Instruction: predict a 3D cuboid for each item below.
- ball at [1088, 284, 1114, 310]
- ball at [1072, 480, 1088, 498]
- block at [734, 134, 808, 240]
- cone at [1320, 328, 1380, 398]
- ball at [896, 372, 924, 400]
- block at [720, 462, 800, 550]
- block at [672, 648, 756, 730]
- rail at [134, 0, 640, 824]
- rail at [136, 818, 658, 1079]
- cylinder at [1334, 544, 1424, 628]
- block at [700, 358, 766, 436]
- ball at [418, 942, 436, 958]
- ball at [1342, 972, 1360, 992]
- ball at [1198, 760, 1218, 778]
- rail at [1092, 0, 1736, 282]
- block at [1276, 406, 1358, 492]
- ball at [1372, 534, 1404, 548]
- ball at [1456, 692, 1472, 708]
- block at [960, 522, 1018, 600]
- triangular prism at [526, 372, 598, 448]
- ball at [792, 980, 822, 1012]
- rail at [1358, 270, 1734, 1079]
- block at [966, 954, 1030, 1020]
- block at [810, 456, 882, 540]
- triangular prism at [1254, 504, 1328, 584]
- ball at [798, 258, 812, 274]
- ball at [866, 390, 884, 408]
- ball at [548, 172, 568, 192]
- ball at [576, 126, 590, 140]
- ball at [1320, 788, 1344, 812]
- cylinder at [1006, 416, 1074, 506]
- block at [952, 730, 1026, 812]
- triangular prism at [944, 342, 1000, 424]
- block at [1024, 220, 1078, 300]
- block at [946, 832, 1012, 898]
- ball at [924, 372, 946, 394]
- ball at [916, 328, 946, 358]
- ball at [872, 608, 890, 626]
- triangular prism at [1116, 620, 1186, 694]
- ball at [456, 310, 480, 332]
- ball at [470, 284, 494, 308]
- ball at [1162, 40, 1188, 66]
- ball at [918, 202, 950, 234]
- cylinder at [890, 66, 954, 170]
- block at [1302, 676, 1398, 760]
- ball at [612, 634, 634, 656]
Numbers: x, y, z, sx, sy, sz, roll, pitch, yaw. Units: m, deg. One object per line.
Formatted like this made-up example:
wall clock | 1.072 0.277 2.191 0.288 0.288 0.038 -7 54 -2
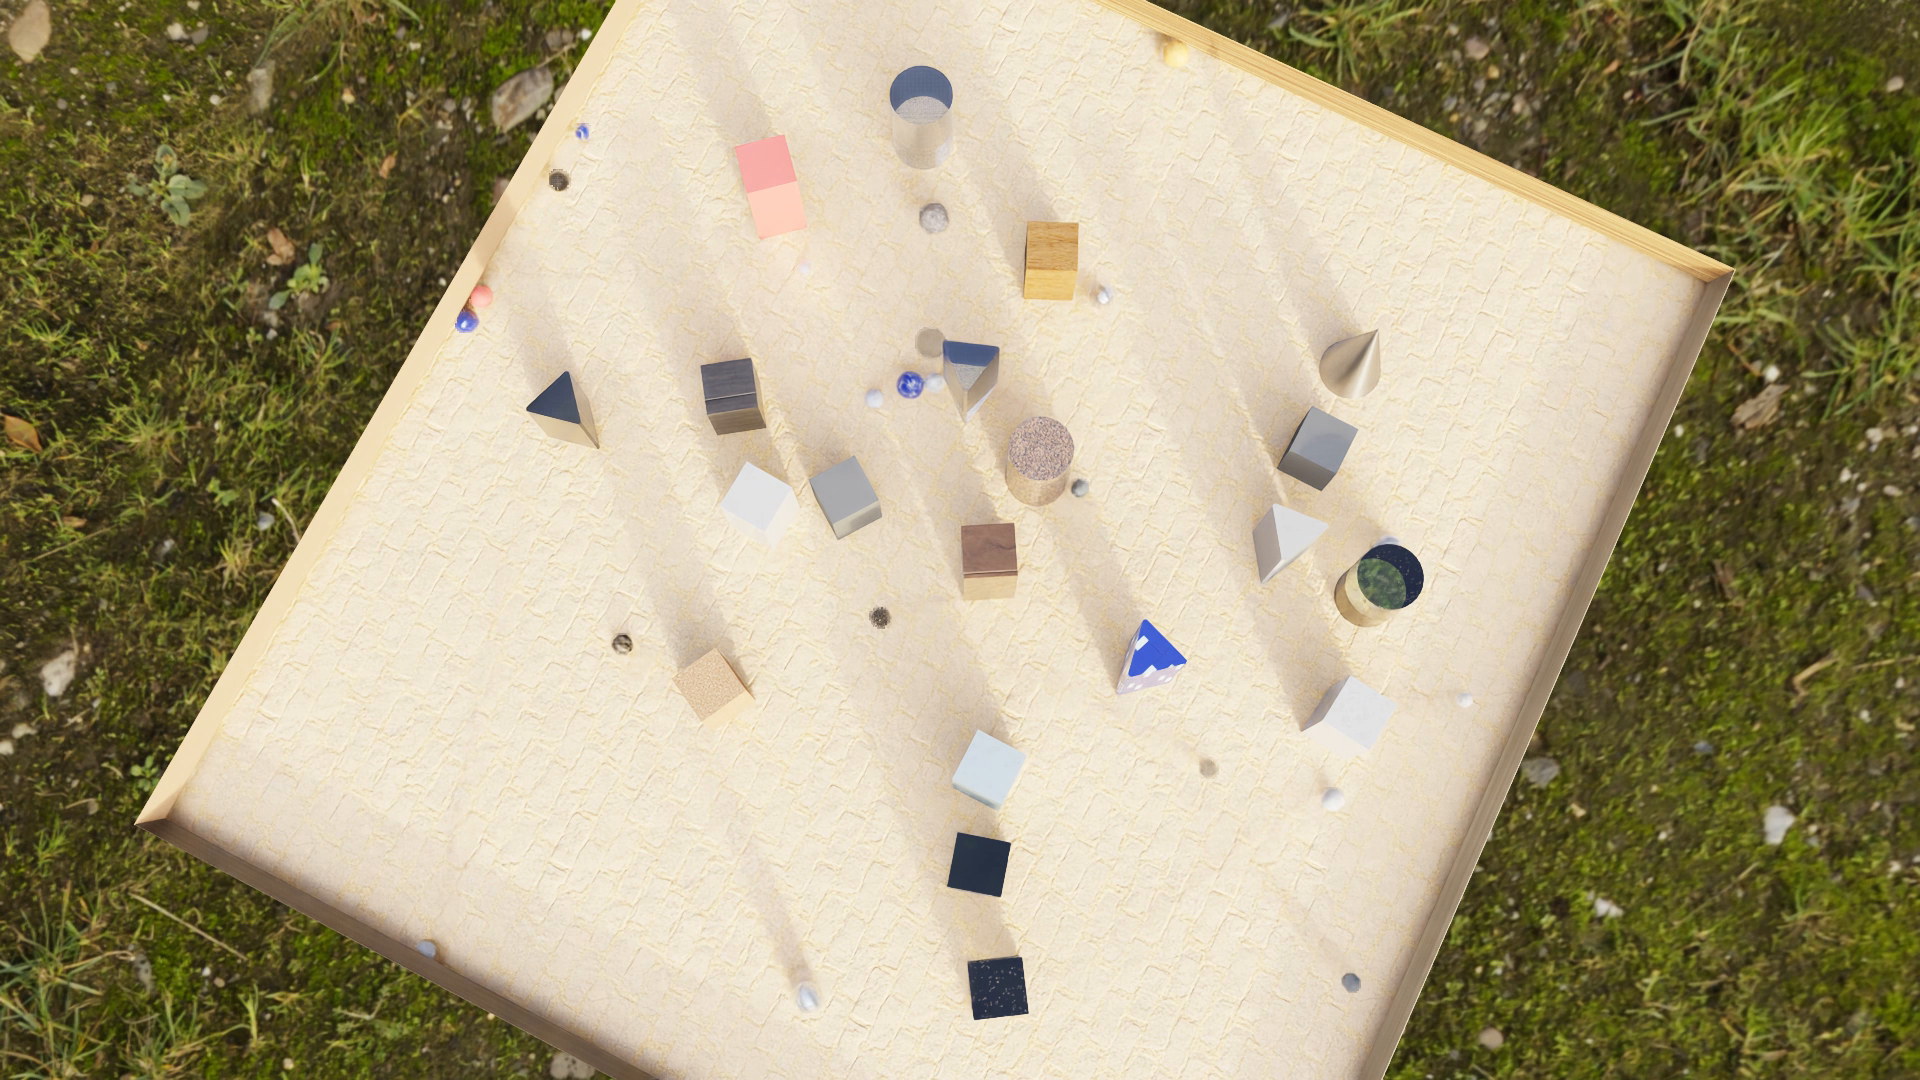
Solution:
ball | 0.443 -0.761 5.732 0.082 0.082 0.082 0 78 0
ball | 0.367 -0.158 5.622 0.053 0.053 0.053 0 78 0
block | -0.579 -1.084 5.648 0.154 0.377 0.154 -15 79 -3
cone | 1.219 -0.574 5.529 0.193 0.404 0.193 0 78 0
ball | -0.155 -0.479 5.671 0.088 0.088 0.088 0 78 0
block | -0.597 -0.099 5.493 0.154 0.281 0.154 29 80 6
block | -0.722 0.441 5.390 0.154 0.265 0.154 -35 80 -7
rail | -1.557 -0.756 5.708 0.045 0.125 3.663 26 80 5
rail | -0.808 1.590 5.222 3.530 0.125 0.045 26 80 5
cylinder | 1.236 0.138 5.421 0.193 0.328 0.193 0 78 0
block | -0.689 -0.435 5.583 0.154 0.242 0.154 -9 78 -2
ball | -1.555 1.198 5.341 0.053 0.053 0.053 0 78 0
ball | 1.136 1.284 5.324 0.053 0.053 0.053 0 78 0
ball | 0.738 0.680 5.448 0.055 0.055 0.055 0 78 0
rail | 0.808 -1.577 5.878 3.530 0.125 0.045 26 80 5
block | 1.082 -0.275 5.555 0.154 0.232 0.154 28 80 5
ball | 1.301 0.028 5.564 0.092 0.092 0.092 0 78 0
ball | 1.509 0.479 5.493 0.047 0.047 0.047 0 78 0
block | 0.084 0.068 5.413 0.154 0.371 0.154 -3 78 -1
triangular prism | -1.179 -0.402 5.549 0.167 0.294 0.145 15 79 3
ball | -0.443 1.319 5.299 0.088 0.088 0.088 0 78 0
rail | 1.557 0.769 5.392 0.045 0.125 3.663 26 80 5
block | 0.105 1.270 5.208 0.154 0.286 0.154 -6 78 -1
block | -0.343 -0.125 5.522 0.154 0.235 0.154 -28 80 -6
triangular prism | 0.944 -0.009 5.427 0.167 0.375 0.145 -37 81 -7
ball | -0.489 -0.863 5.772 0.046 0.046 0.046 0 78 0
ball | -0.264 -0.437 5.677 0.059 0.059 0.059 0 78 0
ball | -1.274 -1.137 5.820 0.063 0.063 0.063 0 78 0
ball | -1.207 -1.303 5.862 0.048 0.048 0.048 0 78 0
ball | 1.101 0.769 5.423 0.067 0.067 0.067 0 78 0
cylinder | 0.236 -0.232 5.491 0.193 0.339 0.193 0 78 0
block | 0.083 0.670 5.291 0.154 0.367 0.154 27 80 5
triangular prism | 0.008 -0.505 5.540 0.145 0.354 0.167 36 81 7
block | 0.279 -0.859 5.657 0.154 0.269 0.154 2 78 0
block | 0.054 0.938 5.274 0.154 0.291 0.154 11 79 2
ball | -0.079 -0.488 5.684 0.066 0.066 0.066 0 78 0
ball | -0.088 -0.610 5.695 0.093 0.093 0.093 0 78 0
ball | -0.238 0.233 5.539 0.057 0.057 0.057 0 78 0
triangular prism | 0.534 0.334 5.326 0.167 0.433 0.145 -13 79 -3
ball | -1.538 -0.684 5.722 0.070 0.070 0.070 0 78 0
ball | -1.497 -0.763 5.738 0.071 0.071 0.071 0 78 0
ball | 0.693 -1.565 5.899 0.081 0.081 0.081 0 78 0
ball | -0.081 -1.015 5.777 0.096 0.096 0.096 0 78 0
cylinder | -0.117 -1.313 5.714 0.193 0.341 0.193 0 78 0
block | 1.130 0.521 5.339 0.154 0.332 0.154 33 80 6
ball | -1.016 0.317 5.519 0.063 0.063 0.063 0 78 0
